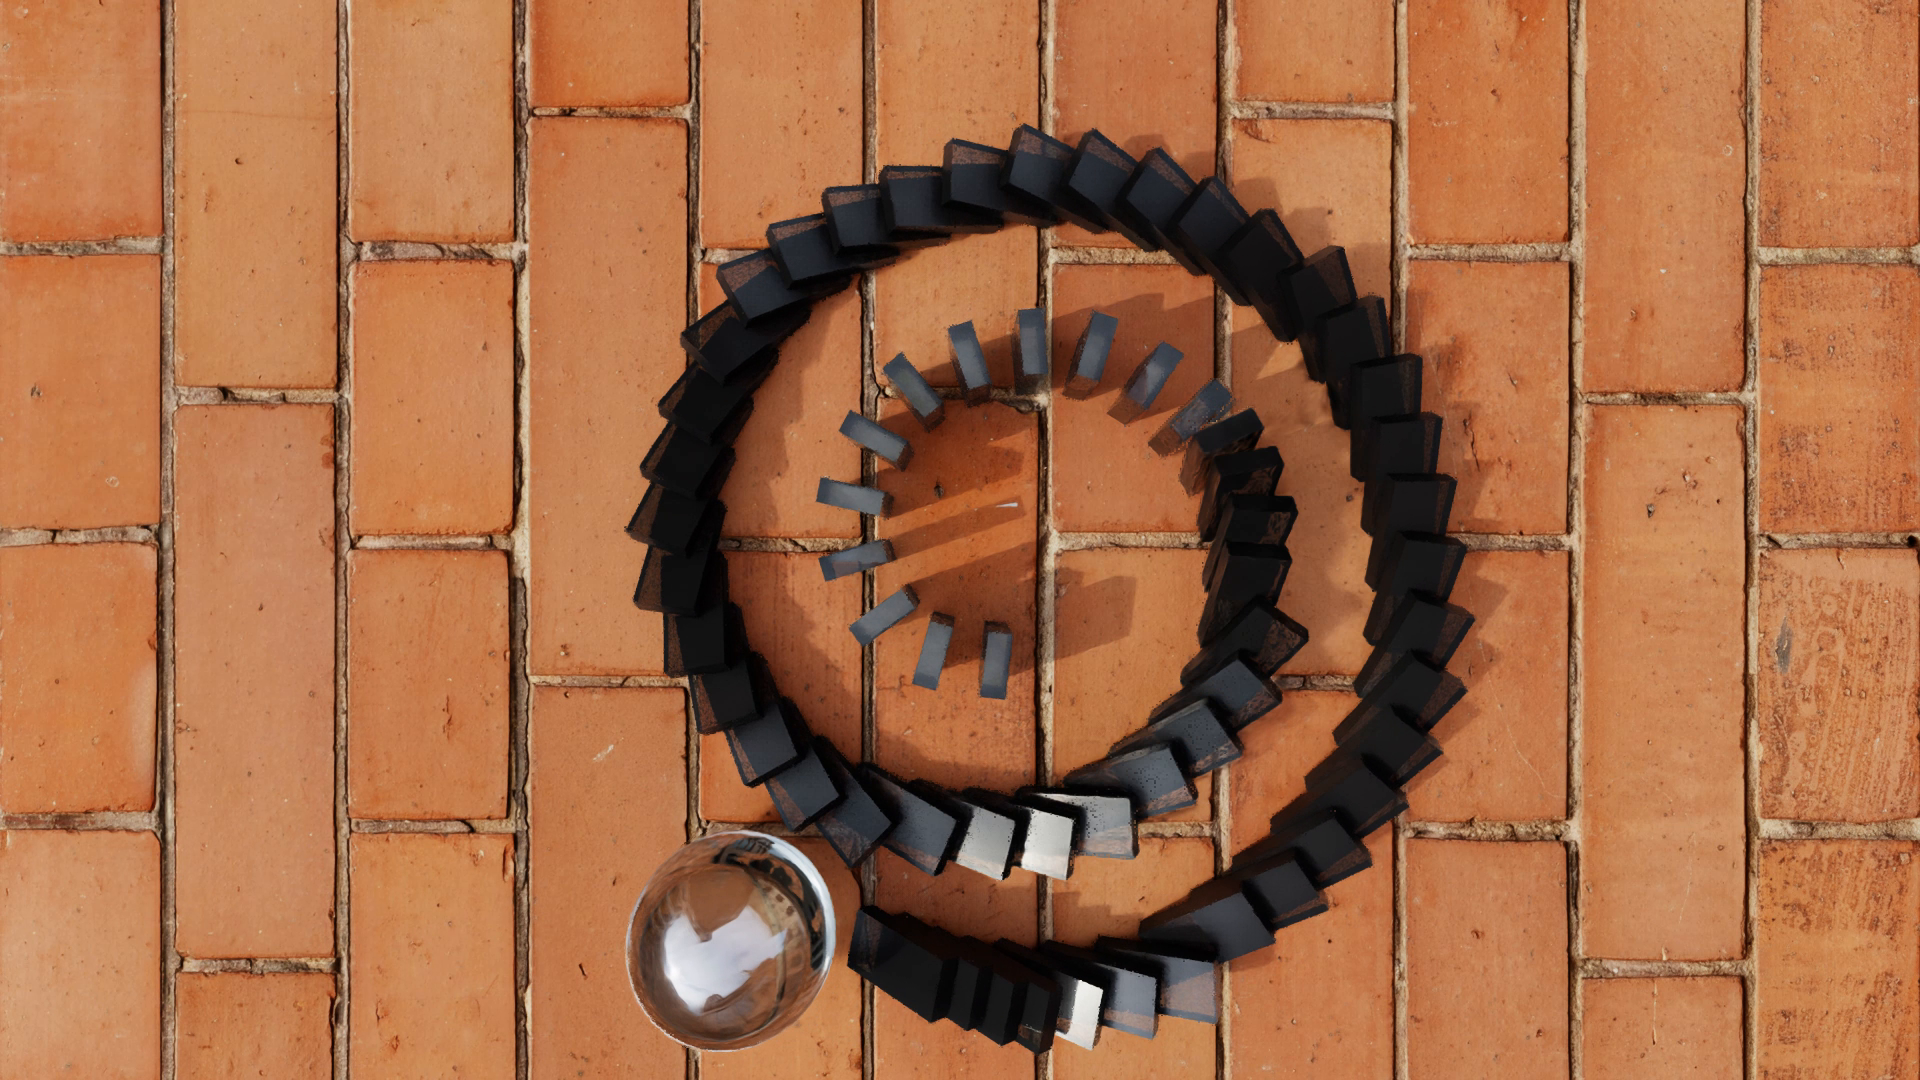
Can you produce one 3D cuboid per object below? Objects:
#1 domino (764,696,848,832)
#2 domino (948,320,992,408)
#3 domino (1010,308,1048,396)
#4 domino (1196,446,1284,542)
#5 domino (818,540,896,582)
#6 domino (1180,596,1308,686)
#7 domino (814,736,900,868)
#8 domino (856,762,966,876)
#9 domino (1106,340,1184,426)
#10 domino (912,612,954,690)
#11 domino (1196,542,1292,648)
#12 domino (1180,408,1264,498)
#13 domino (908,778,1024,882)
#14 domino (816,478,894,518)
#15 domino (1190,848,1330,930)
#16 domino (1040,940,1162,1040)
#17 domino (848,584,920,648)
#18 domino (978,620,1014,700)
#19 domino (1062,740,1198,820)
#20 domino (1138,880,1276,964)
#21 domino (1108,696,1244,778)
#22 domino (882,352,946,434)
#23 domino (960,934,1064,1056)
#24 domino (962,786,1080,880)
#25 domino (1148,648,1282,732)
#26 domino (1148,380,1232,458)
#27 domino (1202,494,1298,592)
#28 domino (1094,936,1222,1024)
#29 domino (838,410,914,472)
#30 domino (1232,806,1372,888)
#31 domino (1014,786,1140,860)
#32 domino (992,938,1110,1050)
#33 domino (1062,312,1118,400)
[{"bbox_3d":[-0.071,0.094,0.385,0.025,0.010,0.050,-36,65,0],"label":"domino"},{"bbox_3d":[0.004,-0.071,0.375,0.009,0.050,0.025,-19,90,0],"label":"domino"},{"bbox_3d":[0.028,-0.076,0.375,0.009,0.050,0.025,-5,90,0],"label":"domino"},{"bbox_3d":[0.114,-0.018,0.376,0.025,0.050,0.010,-11,59,0],"label":"domino"},{"bbox_3d":[-0.041,0.008,0.375,0.025,0.050,0.010,-17,90,0],"label":"domino"},{"bbox_3d":[0.118,0.049,0.383,0.025,0.010,0.050,35,122,0],"label":"domino"},{"bbox_3d":[-0.051,0.109,0.385,0.025,0.009,0.050,-47,65,0],"label":"domino"},{"bbox_3d":[-0.025,0.117,0.385,0.050,0.009,0.025,23,90,25],"label":"domino"},{"bbox_3d":[0.075,-0.063,0.375,0.010,0.050,0.025,33,90,0],"label":"domino"},{"bbox_3d":[-0.010,0.044,0.375,0.009,0.050,0.025,16,90,0],"label":"domino"},{"bbox_3d":[0.117,0.024,0.381,0.025,0.009,0.050,5,126,-1],"label":"domino"},{"bbox_3d":[0.106,-0.035,0.375,0.025,0.050,0.010,-24,72,0],"label":"domino"},{"bbox_3d":[-0.001,0.121,0.385,0.050,0.010,0.025,13,90,25],"label":"domino"},{"bbox_3d":[-0.042,-0.017,0.375,0.025,0.050,0.010,12,90,0],"label":"domino"},{"bbox_3d":[0.125,0.151,0.386,0.050,0.010,0.025,-34,91,24],"label":"domino"},{"bbox_3d":[0.058,0.188,0.385,0.050,0.009,0.025,4,90,26],"label":"domino"},{"bbox_3d":[-0.030,0.030,0.375,0.025,0.050,0.009,-36,90,0],"label":"domino"},{"bbox_3d":[0.014,0.048,0.375,0.009,0.050,0.025,7,90,0],"label":"domino"},{"bbox_3d":[0.071,0.104,0.385,0.050,0.009,0.025,-25,90,26],"label":"domino"},{"bbox_3d":[0.103,0.165,0.386,0.050,0.009,0.025,-34,90,23],"label":"domino"},{"bbox_3d":[0.090,0.088,0.385,0.050,0.009,0.025,-35,90,27],"label":"domino"},{"bbox_3d":[-0.018,-0.059,0.375,0.009,0.050,0.025,-40,90,0],"label":"domino"},{"bbox_3d":[0.017,0.187,0.380,0.050,0.009,0.025,10,90,41],"label":"domino"},{"bbox_3d":[0.024,0.123,0.385,0.050,0.010,0.025,7,90,25],"label":"domino"},{"bbox_3d":[0.106,0.070,0.384,0.025,0.009,0.050,46,119,0],"label":"domino"},{"bbox_3d":[0.093,-0.049,0.375,0.025,0.050,0.009,-43,86,0],"label":"domino"},{"bbox_3d":[0.119,0.003,0.379,0.025,0.050,0.010,3,47,0],"label":"domino"},{"bbox_3d":[0.082,0.184,0.385,0.050,0.009,0.025,-3,91,26],"label":"domino"},{"bbox_3d":[-0.033,-0.040,0.375,0.025,0.050,0.010,29,90,0],"label":"domino"},{"bbox_3d":[0.143,0.135,0.386,0.050,0.010,0.025,-39,90,24],"label":"domino"},{"bbox_3d":[0.049,0.118,0.385,0.050,0.010,0.025,-4,90,25],"label":"domino"},{"bbox_3d":[0.036,0.189,0.384,0.050,0.010,0.025,10,90,28],"label":"domino"},{"bbox_3d":[0.053,-0.074,0.375,0.010,0.050,0.025,17,90,0],"label":"domino"}]
